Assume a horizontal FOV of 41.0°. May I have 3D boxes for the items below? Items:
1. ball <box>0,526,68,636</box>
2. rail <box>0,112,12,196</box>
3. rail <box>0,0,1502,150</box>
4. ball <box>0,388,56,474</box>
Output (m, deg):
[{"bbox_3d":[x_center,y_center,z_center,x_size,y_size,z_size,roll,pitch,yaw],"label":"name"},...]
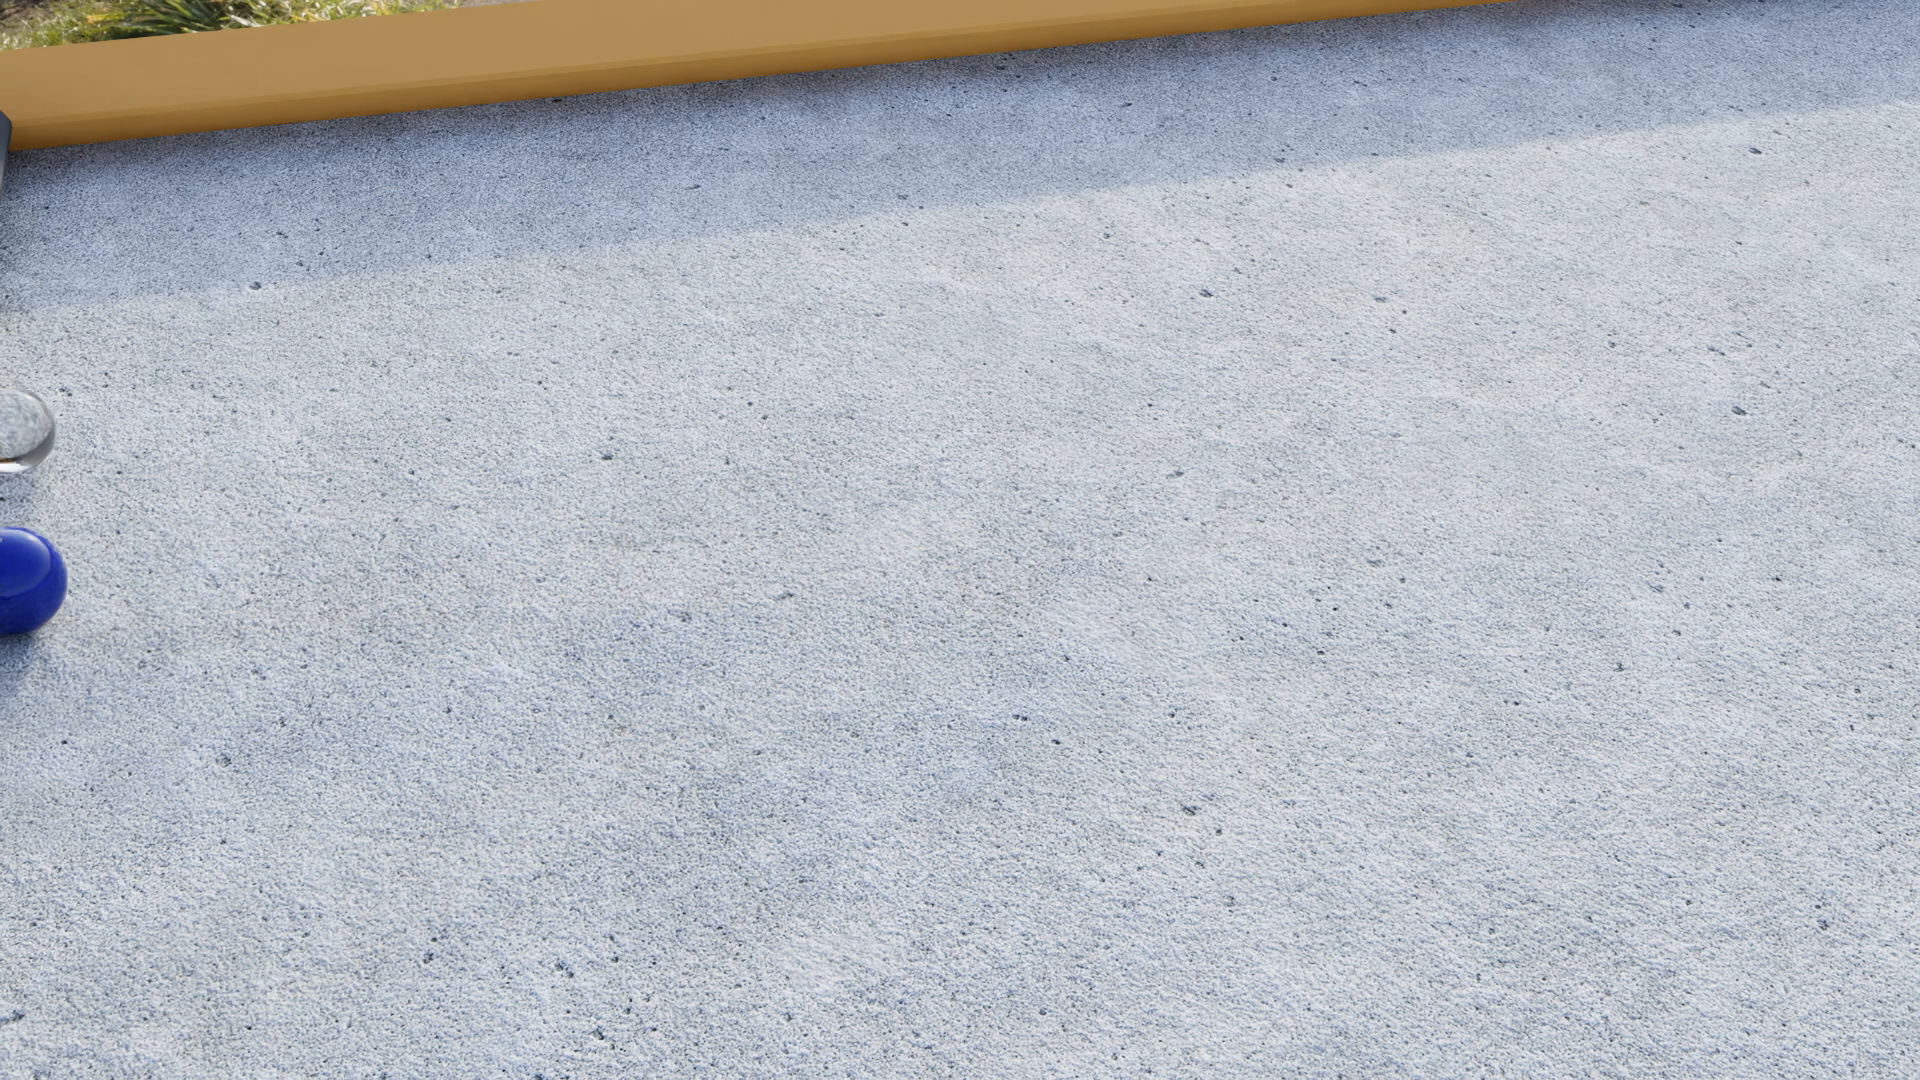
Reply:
[{"bbox_3d":[-0.588,0.025,1.588,0.068,0.068,0.068,0,36,0],"label":"ball"},{"bbox_3d":[-0.627,0.072,1.504,0.045,0.088,1.514,-8,37,-11],"label":"rail"},{"bbox_3d":[0.485,-0.518,2.323,2.669,0.088,0.045,-8,37,-11],"label":"rail"},{"bbox_3d":[-0.641,-0.074,1.735,0.057,0.057,0.057,0,36,0],"label":"ball"}]
